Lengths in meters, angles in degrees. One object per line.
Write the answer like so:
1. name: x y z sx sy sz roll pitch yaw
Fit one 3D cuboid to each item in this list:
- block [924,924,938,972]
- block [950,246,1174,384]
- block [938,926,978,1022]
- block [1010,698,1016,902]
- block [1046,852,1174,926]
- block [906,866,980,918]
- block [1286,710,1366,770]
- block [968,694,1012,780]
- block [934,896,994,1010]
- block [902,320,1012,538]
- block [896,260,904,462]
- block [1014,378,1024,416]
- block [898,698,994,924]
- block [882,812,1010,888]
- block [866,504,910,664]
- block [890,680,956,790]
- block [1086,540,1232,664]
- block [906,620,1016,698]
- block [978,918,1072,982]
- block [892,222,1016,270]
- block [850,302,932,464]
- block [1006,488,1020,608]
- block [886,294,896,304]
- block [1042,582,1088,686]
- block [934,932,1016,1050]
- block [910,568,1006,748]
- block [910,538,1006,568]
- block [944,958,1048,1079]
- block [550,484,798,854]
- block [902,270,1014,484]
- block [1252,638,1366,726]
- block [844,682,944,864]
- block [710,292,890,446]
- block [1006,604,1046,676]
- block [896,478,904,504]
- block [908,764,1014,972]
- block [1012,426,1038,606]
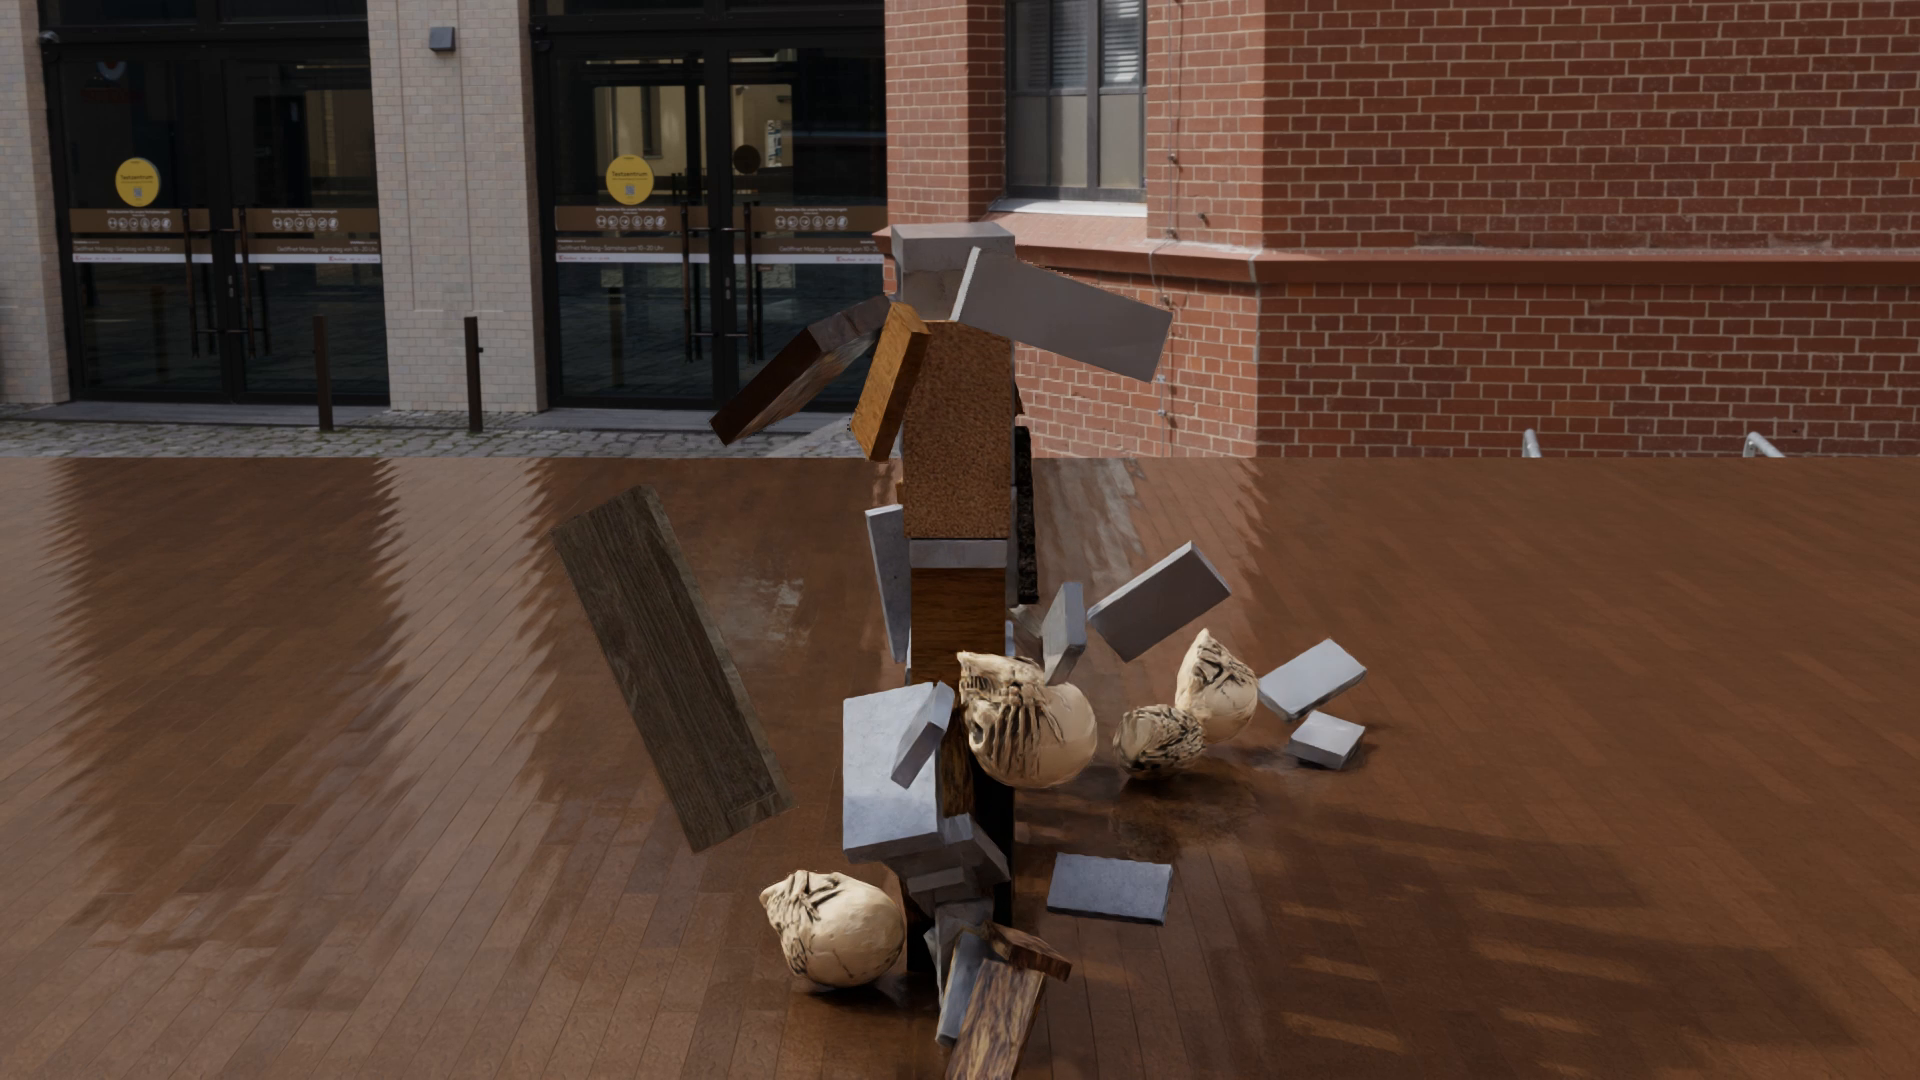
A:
1. block: -0.022 0.612 3.278 0.013 0.046 0.092 37 20 -41
2. block: 0.127 -0.274 2.698 0.274 0.092 0.026 15 6 -24
3. block: 0.023 0.628 3.089 0.081 0.023 0.162 21 46 -7
4. block: 0.003 0.419 3.620 0.177 0.355 0.050 0 10 0
5. block: 0.218 0.508 3.201 0.171 0.086 0.024 4 -30 18
6. block: -0.021 0.509 3.169 0.081 0.023 0.162 -13 -23 5
7. block: 0.749 0.408 4.489 0.114 0.032 0.229 18 16 18
8. block: -0.001 0.300 3.380 0.157 0.045 0.315 0 11 0
9. block: 0.009 0.600 3.166 0.081 0.162 0.023 -3 4 -15
10. block: -0.004 -0.159 3.157 0.154 0.309 0.044 0 8 0
11. block: -0.018 -0.315 3.807 0.178 0.355 0.050 -2 15 -3
12. block: 0.009 -0.363 4.217 0.155 0.310 0.044 -15 32 4
13. block: -0.040 0.400 3.228 0.131 0.343 0.037 -8 22 5
14. block: -0.020 0.450 3.113 0.131 0.037 0.263 -14 -23 8
15. block: -0.078 0.071 3.965 0.135 0.281 0.038 -13 17 -10
16. block: -0.047 0.249 2.837 0.026 0.092 0.184 33 12 -4
17. block: 0.260 0.082 2.886 0.171 0.085 0.024 -35 21 19
18. block: 0.002 0.197 3.701 0.177 0.050 0.355 0 11 0
19. block: 0.088 0.565 3.033 0.087 0.025 0.175 21 -3 -12
20. block: -0.015 -0.487 3.633 0.178 0.050 0.355 -2 12 -4
21. block: -0.090 -0.202 2.813 0.026 0.184 0.092 8 27 -24
22. block: 0.042 0.015 4.172 0.135 0.271 0.038 2 41 5
23. block: -0.025 -0.318 4.038 0.155 0.310 0.044 -16 3 15
24. block: 0.135 0.123 2.870 0.024 0.086 0.171 0 -21 -8
25. block: 0.026 0.632 3.048 0.087 0.025 0.175 21 43 -6
26. block: -0.003 0.167 3.222 0.138 0.275 0.039 0 12 0
27. block: -0.002 -0.004 3.280 0.138 0.039 0.275 0 11 0
28. block: 0.048 0.651 2.922 0.087 0.175 0.025 9 -29 22
29. block: -0.402 0.179 3.085 0.154 0.498 0.044 -27 -7 17
30. block: -0.002 -0.266 3.574 0.178 0.355 0.050 -2 18 -4
31. block: 0.749 0.302 4.714 0.229 0.032 0.114 -27 52 -28
32. block: -0.093 0.321 3.052 0.131 0.037 0.263 -12 45 10
33. block: -0.228 -0.245 3.188 0.154 0.044 0.309 -29 -4 -40
34. block: 0.135 0.185 4.443 0.032 0.114 0.229 -26 33 -11
35. block: -0.012 -0.115 4.004 0.135 0.038 0.271 -2 13 16
36. block: 0.000 0.494 3.321 0.157 0.315 0.045 1 11 3
37. block: 0.066 -0.041 4.328 0.155 0.359 0.044 -5 22 -4
